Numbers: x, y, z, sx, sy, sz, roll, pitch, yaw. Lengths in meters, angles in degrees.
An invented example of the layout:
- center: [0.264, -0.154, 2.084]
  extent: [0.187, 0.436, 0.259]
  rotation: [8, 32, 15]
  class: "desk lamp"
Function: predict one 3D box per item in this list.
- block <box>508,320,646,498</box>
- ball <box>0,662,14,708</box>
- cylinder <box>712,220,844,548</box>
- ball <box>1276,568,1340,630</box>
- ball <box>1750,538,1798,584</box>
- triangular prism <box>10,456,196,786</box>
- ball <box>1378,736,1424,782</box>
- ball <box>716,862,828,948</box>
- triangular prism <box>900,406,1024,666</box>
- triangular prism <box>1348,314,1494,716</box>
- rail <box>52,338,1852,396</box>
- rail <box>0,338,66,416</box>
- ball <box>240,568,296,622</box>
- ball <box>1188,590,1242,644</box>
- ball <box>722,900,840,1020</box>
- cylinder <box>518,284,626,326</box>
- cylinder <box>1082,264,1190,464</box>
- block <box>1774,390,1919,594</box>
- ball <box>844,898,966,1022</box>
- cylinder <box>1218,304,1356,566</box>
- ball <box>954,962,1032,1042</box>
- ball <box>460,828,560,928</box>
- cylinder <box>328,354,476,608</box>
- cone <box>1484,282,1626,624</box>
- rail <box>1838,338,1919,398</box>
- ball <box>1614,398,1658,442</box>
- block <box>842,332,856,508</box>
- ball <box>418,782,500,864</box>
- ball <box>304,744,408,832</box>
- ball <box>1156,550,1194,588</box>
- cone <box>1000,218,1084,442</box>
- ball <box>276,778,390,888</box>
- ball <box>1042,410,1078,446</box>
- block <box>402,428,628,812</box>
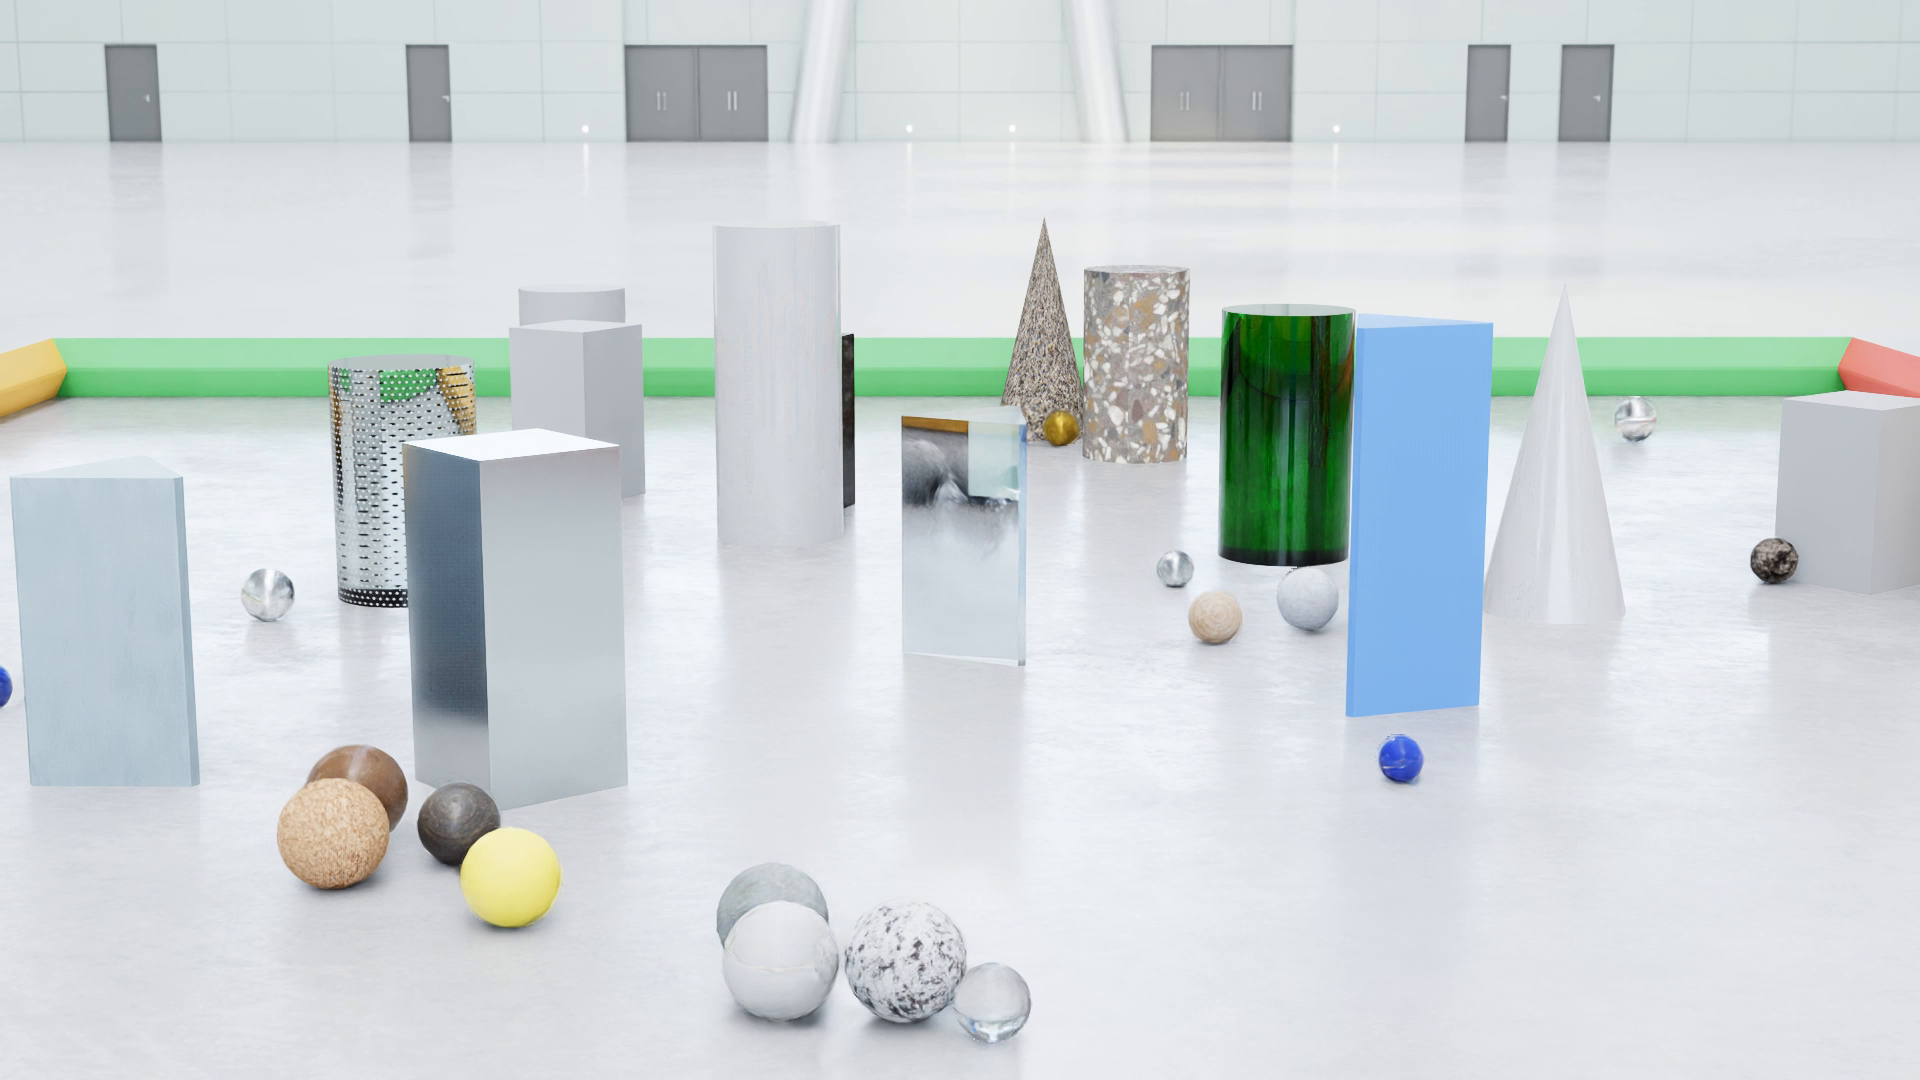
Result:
- center: [-0.650, -0.219, 4.366]
  extent: [0.158, 0.292, 0.158]
  rotation: [6, 12, 30]
  class: "block"
- center: [-1.110, 0.166, 2.915]
  extent: [0.064, 0.064, 0.064]
  rotation: [0, 10, 0]
  class: "ball"
- center: [-0.282, -0.246, 3.980]
  extent: [0.198, 0.486, 0.198]
  rotation: [0, 10, 0]
  class: "cylinder"
- center: [0.454, 0.077, 3.350]
  extent: [0.081, 0.081, 0.081]
  rotation: [0, 10, 0]
  class: "ball"
- center: [1.158, 0.029, 3.649]
  extent: [0.065, 0.065, 0.065]
  rotation: [0, 10, 0]
  class: "ball"
- center: [-0.866, 0.081, 2.672]
  extent: [0.171, 0.320, 0.148]
  rotation: [0, 10, 1]
  class: "triangular prism"
- center: [0.453, 0.225, 2.638]
  extent: [0.047, 0.047, 0.047]
  rotation: [0, 10, 0]
  class: "ball"
- center: [-0.152, 0.307, 2.077]
  extent: [0.091, 0.091, 0.091]
  rotation: [0, 10, 0]
  class: "ball"
- center: [0.037, -0.012, 3.227]
  extent: [0.171, 0.299, 0.148]
  rotation: [6, 12, 28]
  class: "triangular prism"
- center: [0.494, -0.035, 2.961]
  extent: [0.171, 0.441, 0.148]
  rotation: [-4, 11, -20]
  class: "triangular prism"
- center: [-0.013, -0.382, 5.691]
  extent: [4.005, 0.128, 0.045]
  rotation: [0, 10, 0]
  class: "rail"
- center: [-1.979, 0.035, 3.438]
  extent: [0.045, 0.128, 4.608]
  rotation: [0, 10, 0]
  class: "rail"
- center: [-0.918, 0.072, 3.402]
  extent: [0.071, 0.071, 0.071]
  rotation: [0, 10, 0]
  class: "ball"
- center: [0.325, 0.098, 3.267]
  extent: [0.069, 0.069, 0.069]
  rotation: [0, 10, 0]
  class: "ball"
- center: [-0.138, 0.325, 1.982]
  extent: [0.091, 0.091, 0.091]
  rotation: [0, 10, 0]
  class: "ball"
- center: [-0.726, -0.317, 4.828]
  extent: [0.198, 0.316, 0.198]
  rotation: [0, 10, 0]
  class: "cylinder"
- center: [0.330, -0.332, 4.815]
  extent: [0.198, 0.352, 0.198]
  rotation: [0, 10, 0]
  class: "cylinder"
- center: [1.280, -0.071, 3.657]
  extent: [0.158, 0.259, 0.158]
  rotation: [-8, 13, -37]
  class: "block"
- center: [-0.042, 0.324, 1.977]
  extent: [0.095, 0.095, 0.095]
  rotation: [0, 10, 0]
  class: "ball"
- center: [0.487, -0.160, 3.835]
  extent: [0.198, 0.369, 0.198]
  rotation: [0, 10, 0]
  class: "cylinder"
- center: [0.025, 0.349, 1.938]
  extent: [0.059, 0.059, 0.059]
  rotation: [0, 10, 0]
  class: "ball"
- center: [-0.385, 0.288, 2.195]
  extent: [0.085, 0.085, 0.085]
  rotation: [0, 10, 0]
  class: "ball"
- center: [-0.768, -0.085, 3.554]
  extent: [0.198, 0.325, 0.198]
  rotation: [0, 10, 0]
  class: "cylinder"
- center: [0.803, -0.126, 3.443]
  extent: [0.198, 0.444, 0.198]
  rotation: [0, 10, 0]
  class: "cone"
- center: [1.979, 0.031, 3.460]
  extent: [0.045, 0.128, 4.608]
  rotation: [0, 10, 0]
  class: "rail"
- center: [1.323, -0.235, 5.023]
  extent: [0.084, 0.084, 0.084]
  rotation: [0, 10, 0]
  class: "ball"
- center: [-0.276, -0.194, 4.243]
  extent: [0.158, 0.288, 0.158]
  rotation: [4, 11, 19]
  class: "block"
- center: [-0.462, 0.262, 2.366]
  extent: [0.075, 0.075, 0.075]
  rotation: [0, 10, 0]
  class: "ball"
- center: [-0.570, 0.241, 2.421]
  extent: [0.096, 0.096, 0.096]
  rotation: [0, 10, 0]
  class: "ball"
- center: [0.304, 0.040, 3.624]
  extent: [0.053, 0.053, 0.053]
  rotation: [0, 10, 0]
  class: "ball"
- center: [0.166, -0.425, 5.089]
  extent: [0.198, 0.434, 0.198]
  rotation: [0, 10, 0]
  class: "cone"
- center: [-0.561, 0.262, 2.297]
  extent: [0.099, 0.099, 0.099]
  rotation: [0, 10, 0]
  class: "ball"
- center: [0.195, -0.217, 4.966]
  extent: [0.070, 0.070, 0.070]
  rotation: [0, 10, 0]
  class: "ball"
- center: [-0.451, 0.076, 2.607]
  extent: [0.158, 0.352, 0.158]
  rotation: [-9, 14, -39]
  class: "block"
